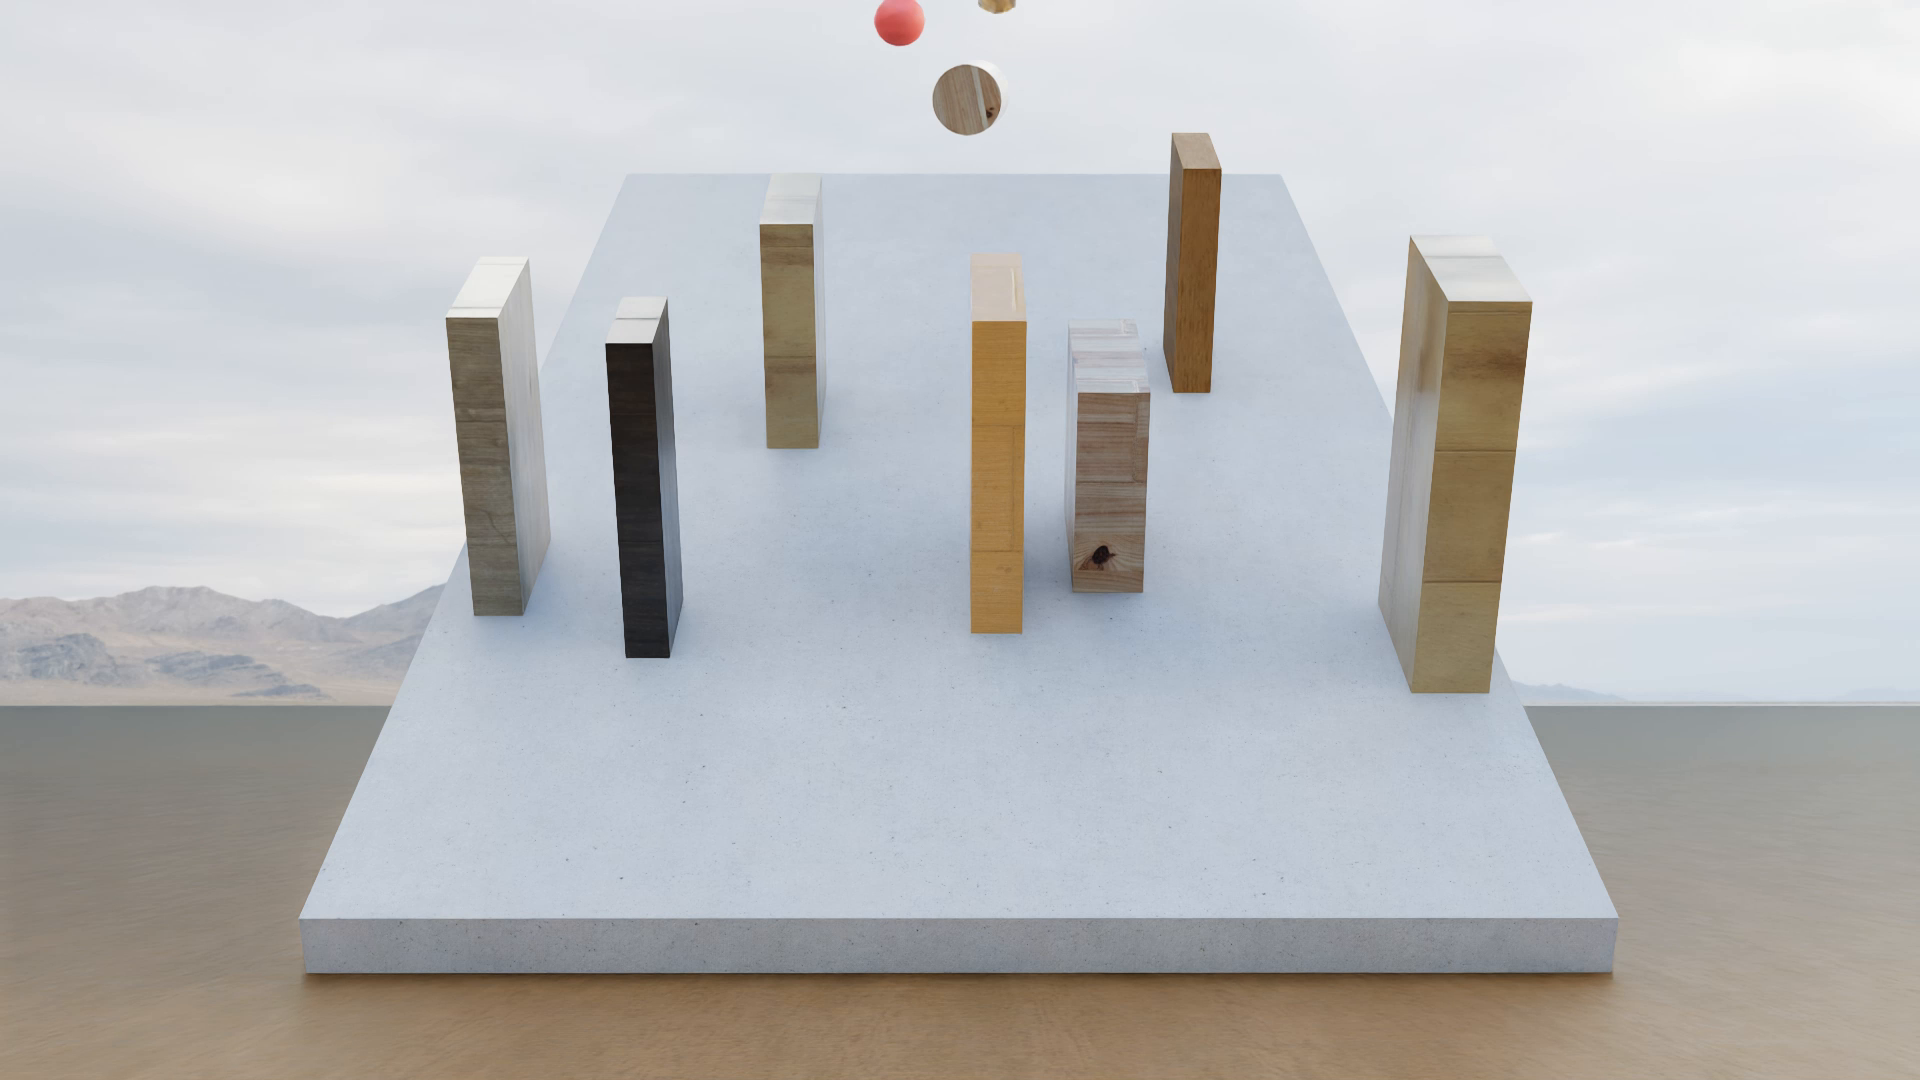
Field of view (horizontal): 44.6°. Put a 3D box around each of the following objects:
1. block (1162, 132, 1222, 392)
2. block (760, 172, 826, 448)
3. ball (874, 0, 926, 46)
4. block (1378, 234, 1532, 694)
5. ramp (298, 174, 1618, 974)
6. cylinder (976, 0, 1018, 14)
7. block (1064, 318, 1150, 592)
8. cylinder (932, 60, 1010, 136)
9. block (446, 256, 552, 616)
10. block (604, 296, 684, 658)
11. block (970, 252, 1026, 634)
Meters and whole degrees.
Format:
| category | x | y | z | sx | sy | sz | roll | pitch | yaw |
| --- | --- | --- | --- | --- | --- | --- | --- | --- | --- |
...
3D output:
| category | x | y | z | sx | sy | sz | roll | pitch | yaw |
| --- | --- | --- | --- | --- | --- | --- | --- | --- | --- |
| block | 0.546 | -0.657 | 5.539 | 0.087 | 0.543 | 0.305 | 0 | 25 | 0 |
| block | -0.372 | -0.520 | 5.271 | 0.114 | 0.518 | 0.390 | 0 | 25 | 0 |
| ball | -0.171 | -1.474 | 6.648 | 0.144 | 0.144 | 0.144 | 0 | -4 | 0 |
| block | 0.877 | -0.137 | 4.197 | 0.140 | 0.739 | 0.361 | 0 | 25 | 0 |
| ramp | -0.009 | -0.229 | 5.380 | 2.000 | 0.100 | 4.000 | 0 | 25 | 0 |
| cylinder | 0.115 | -1.708 | 7.183 | 0.129 | 0.129 | 0.129 | 0 | -35 | 1 |
| block | 0.287 | -0.173 | 4.650 | 0.136 | 0.418 | 0.407 | 0 | 25 | 0 |
| cylinder | 0.033 | -1.264 | 6.683 | 0.197 | 0.197 | 0.197 | -1 | 16 | 9 |
| block | -0.879 | -0.201 | 4.489 | 0.094 | 0.601 | 0.346 | 0 | 25 | 0 |
| block | -0.574 | -0.113 | 4.284 | 0.081 | 0.615 | 0.243 | 0 | 25 | 0 |
| block | 0.069 | -0.187 | 4.441 | 0.096 | 0.620 | 0.385 | 0 | 25 | 0 |
